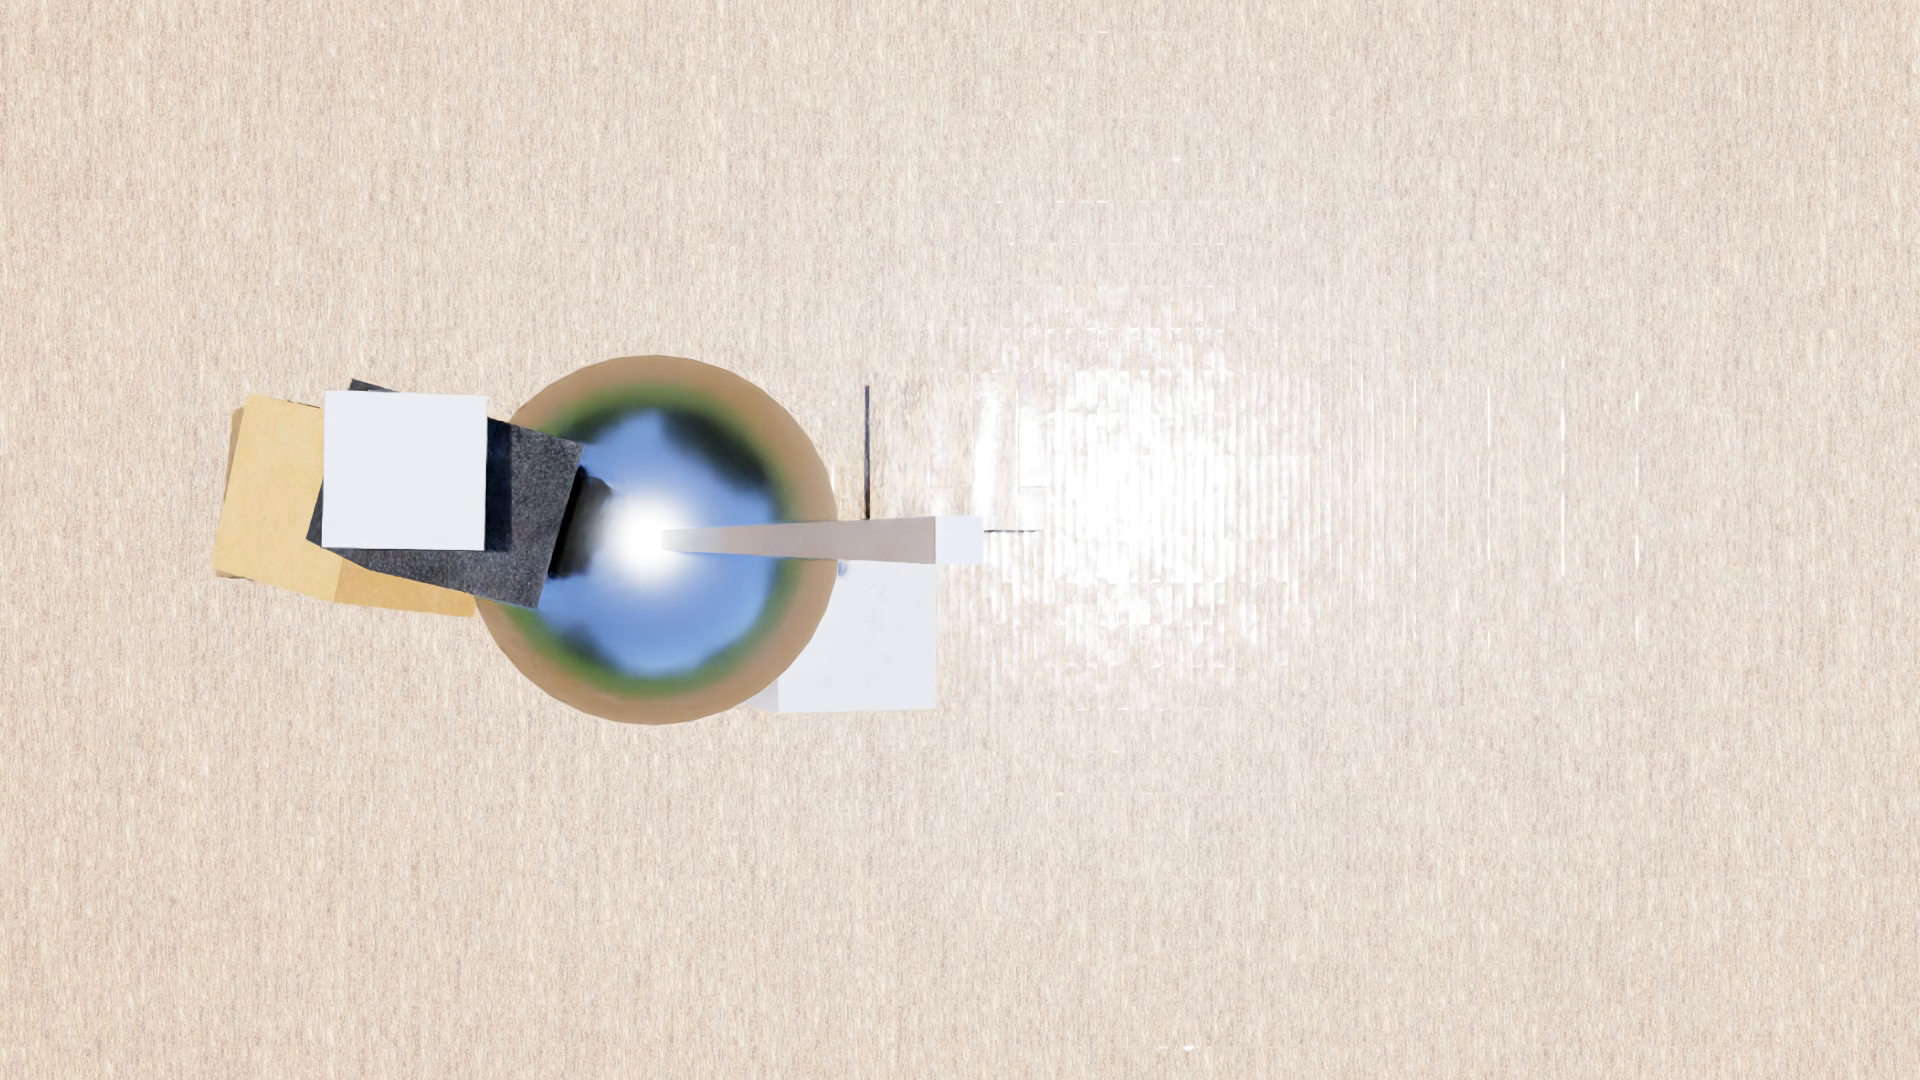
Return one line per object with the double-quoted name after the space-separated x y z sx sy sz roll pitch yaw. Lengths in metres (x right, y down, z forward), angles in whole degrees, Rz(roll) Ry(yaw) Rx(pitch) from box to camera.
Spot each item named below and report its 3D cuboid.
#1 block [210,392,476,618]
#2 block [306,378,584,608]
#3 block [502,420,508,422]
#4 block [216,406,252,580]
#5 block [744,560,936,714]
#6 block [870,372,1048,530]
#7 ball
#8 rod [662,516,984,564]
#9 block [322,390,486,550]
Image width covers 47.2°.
-2.787 -0.154 10.253 0.828 0.872 0.821 12 90 32 "block"
-1.993 -0.183 8.484 0.686 0.707 0.653 16 90 -36 "block"
-2.527 -0.174 11.863 0.968 1.041 0.888 6 88 -24 "block"
-3.399 -0.213 11.544 0.789 0.784 0.889 6 86 -25 "block"
-0.738 0.439 12.377 0.900 0.979 0.975 0 90 -22 "block"
-0.007 -0.492 12.586 0.986 0.827 0.870 0 90 0 "block"
-1.314 0.000 9.462 1.600 1.600 1.600 0 90 0 "ball"
-0.570 0.000 6.144 0.080 5.200 0.080 0 90 -13 "rod"
-1.956 -0.242 7.717 0.531 0.559 0.526 1 91 -16 "block"
